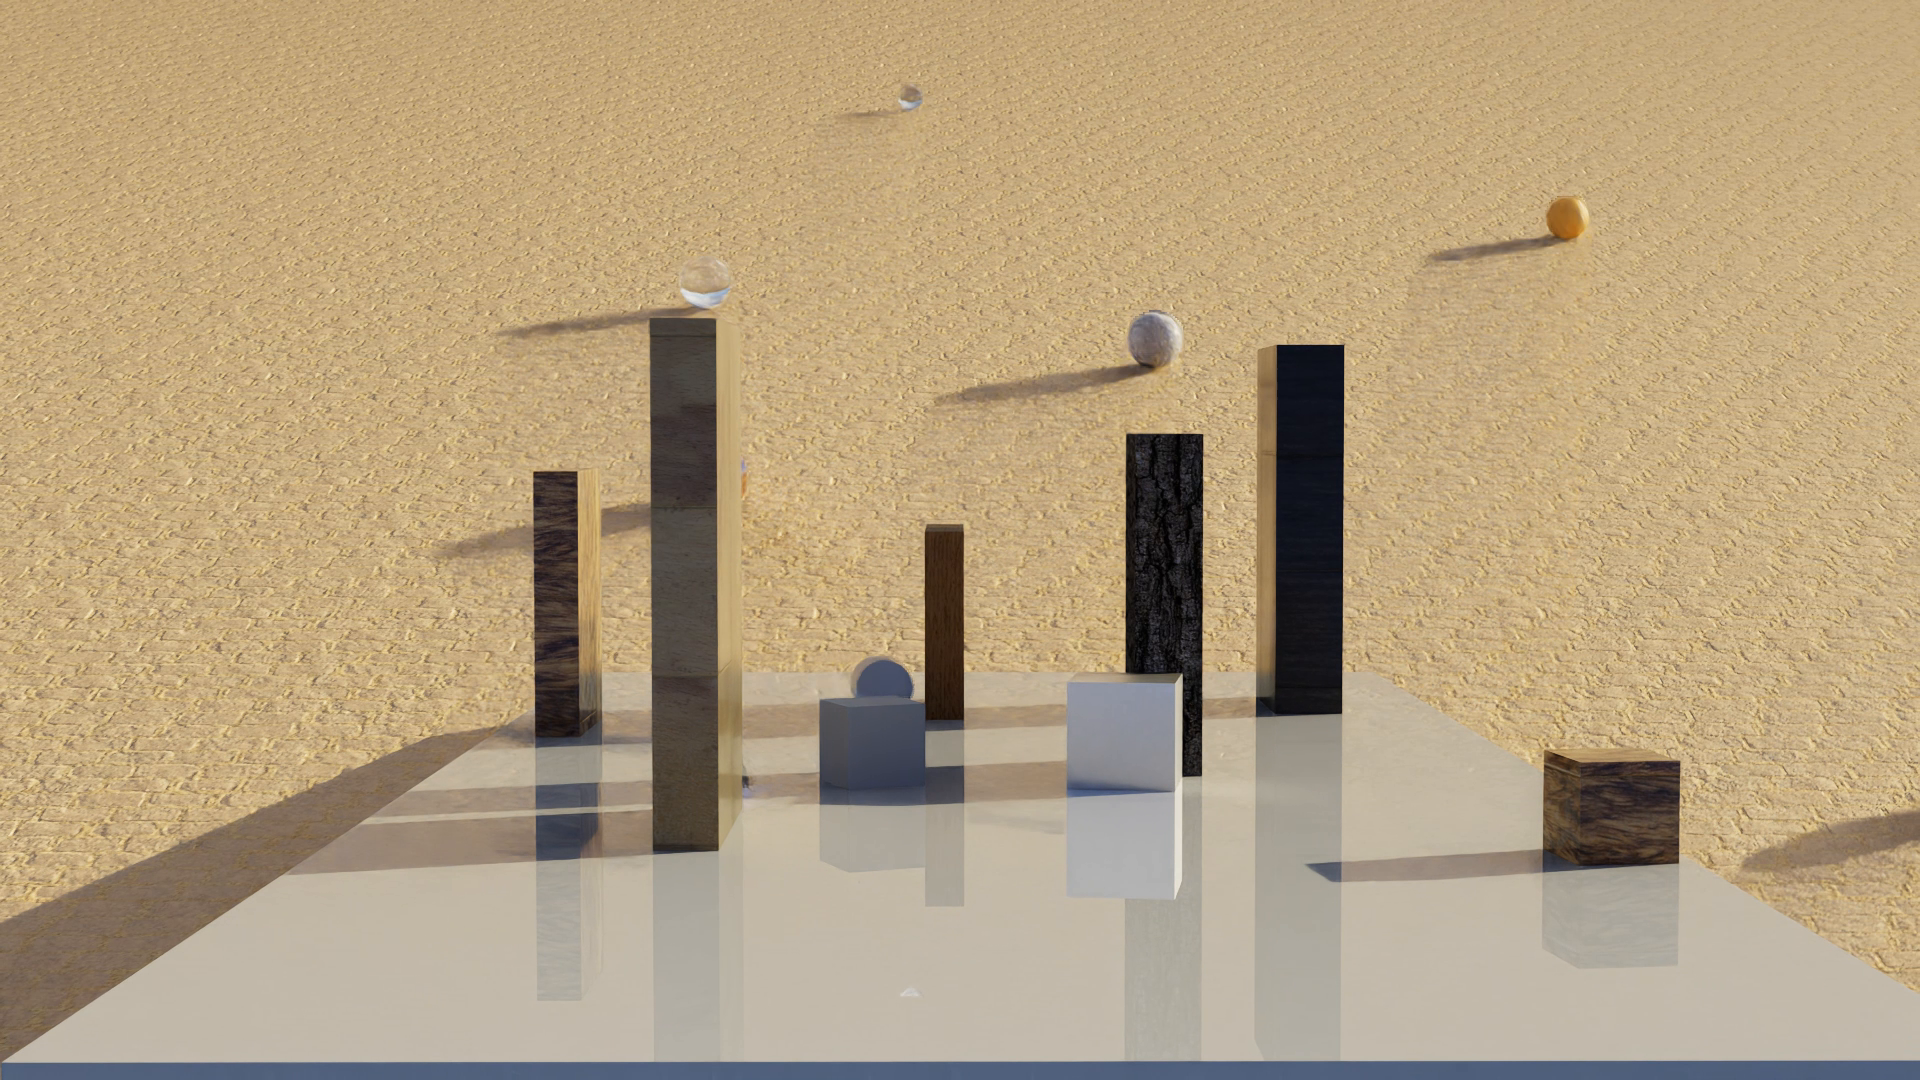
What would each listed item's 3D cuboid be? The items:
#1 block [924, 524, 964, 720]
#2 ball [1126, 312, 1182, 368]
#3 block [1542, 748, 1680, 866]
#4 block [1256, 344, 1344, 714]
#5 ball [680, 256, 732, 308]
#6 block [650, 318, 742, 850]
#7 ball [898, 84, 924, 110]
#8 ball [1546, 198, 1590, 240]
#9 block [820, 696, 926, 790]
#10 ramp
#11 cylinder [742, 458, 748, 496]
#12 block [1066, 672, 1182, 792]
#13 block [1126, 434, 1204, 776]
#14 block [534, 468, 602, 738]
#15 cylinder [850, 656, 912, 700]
[{"bbox_3d":[-0.034,0.173,5.679,0.084,0.401,0.421,0,3,0],"label":"block"},{"bbox_3d":[0.680,-0.695,8.986,0.195,0.195,0.195,0,23,0],"label":"ball"},{"bbox_3d":[0.945,0.386,3.738,0.148,0.148,0.148,0,3,-8],"label":"block"},{"bbox_3d":[0.756,-0.030,5.744,0.146,0.800,0.354,0,3,0],"label":"block"},{"bbox_3d":[-0.953,-0.963,9.626,0.194,0.194,0.194,0,23,0],"label":"ball"},{"bbox_3d":[-0.405,0.057,3.986,0.097,0.784,0.425,0,3,0],"label":"block"},{"bbox_3d":[-0.240,-2.165,12.590,0.122,0.122,0.122,0,23,0],"label":"ball"},{"bbox_3d":[2.477,-1.311,10.490,0.170,0.170,0.170,0,23,0],"label":"ball"},{"bbox_3d":[-0.154,0.354,4.513,0.143,0.143,0.143,-1,3,-24],"label":"block"},{"bbox_3d":[0.052,0.475,4.536,2.000,0.100,4.000,0,3,0],"label":"ramp"},{"bbox_3d":[-0.772,-0.192,7.798,0.184,0.184,0.184,-16,28,-34],"label":"cylinder"},{"bbox_3d":[0.289,0.333,4.500,0.186,0.186,0.186,0,3,9],"label":"block"},{"bbox_3d":[0.372,0.111,4.709,0.121,0.611,0.257,0,3,0],"label":"block"},{"bbox_3d":[-0.810,0.122,5.327,0.089,0.535,0.331,0,3,0],"label":"block"},{"bbox_3d":[-0.171,0.317,5.587,0.122,0.122,0.122,-4,3,-8],"label":"cylinder"}]
